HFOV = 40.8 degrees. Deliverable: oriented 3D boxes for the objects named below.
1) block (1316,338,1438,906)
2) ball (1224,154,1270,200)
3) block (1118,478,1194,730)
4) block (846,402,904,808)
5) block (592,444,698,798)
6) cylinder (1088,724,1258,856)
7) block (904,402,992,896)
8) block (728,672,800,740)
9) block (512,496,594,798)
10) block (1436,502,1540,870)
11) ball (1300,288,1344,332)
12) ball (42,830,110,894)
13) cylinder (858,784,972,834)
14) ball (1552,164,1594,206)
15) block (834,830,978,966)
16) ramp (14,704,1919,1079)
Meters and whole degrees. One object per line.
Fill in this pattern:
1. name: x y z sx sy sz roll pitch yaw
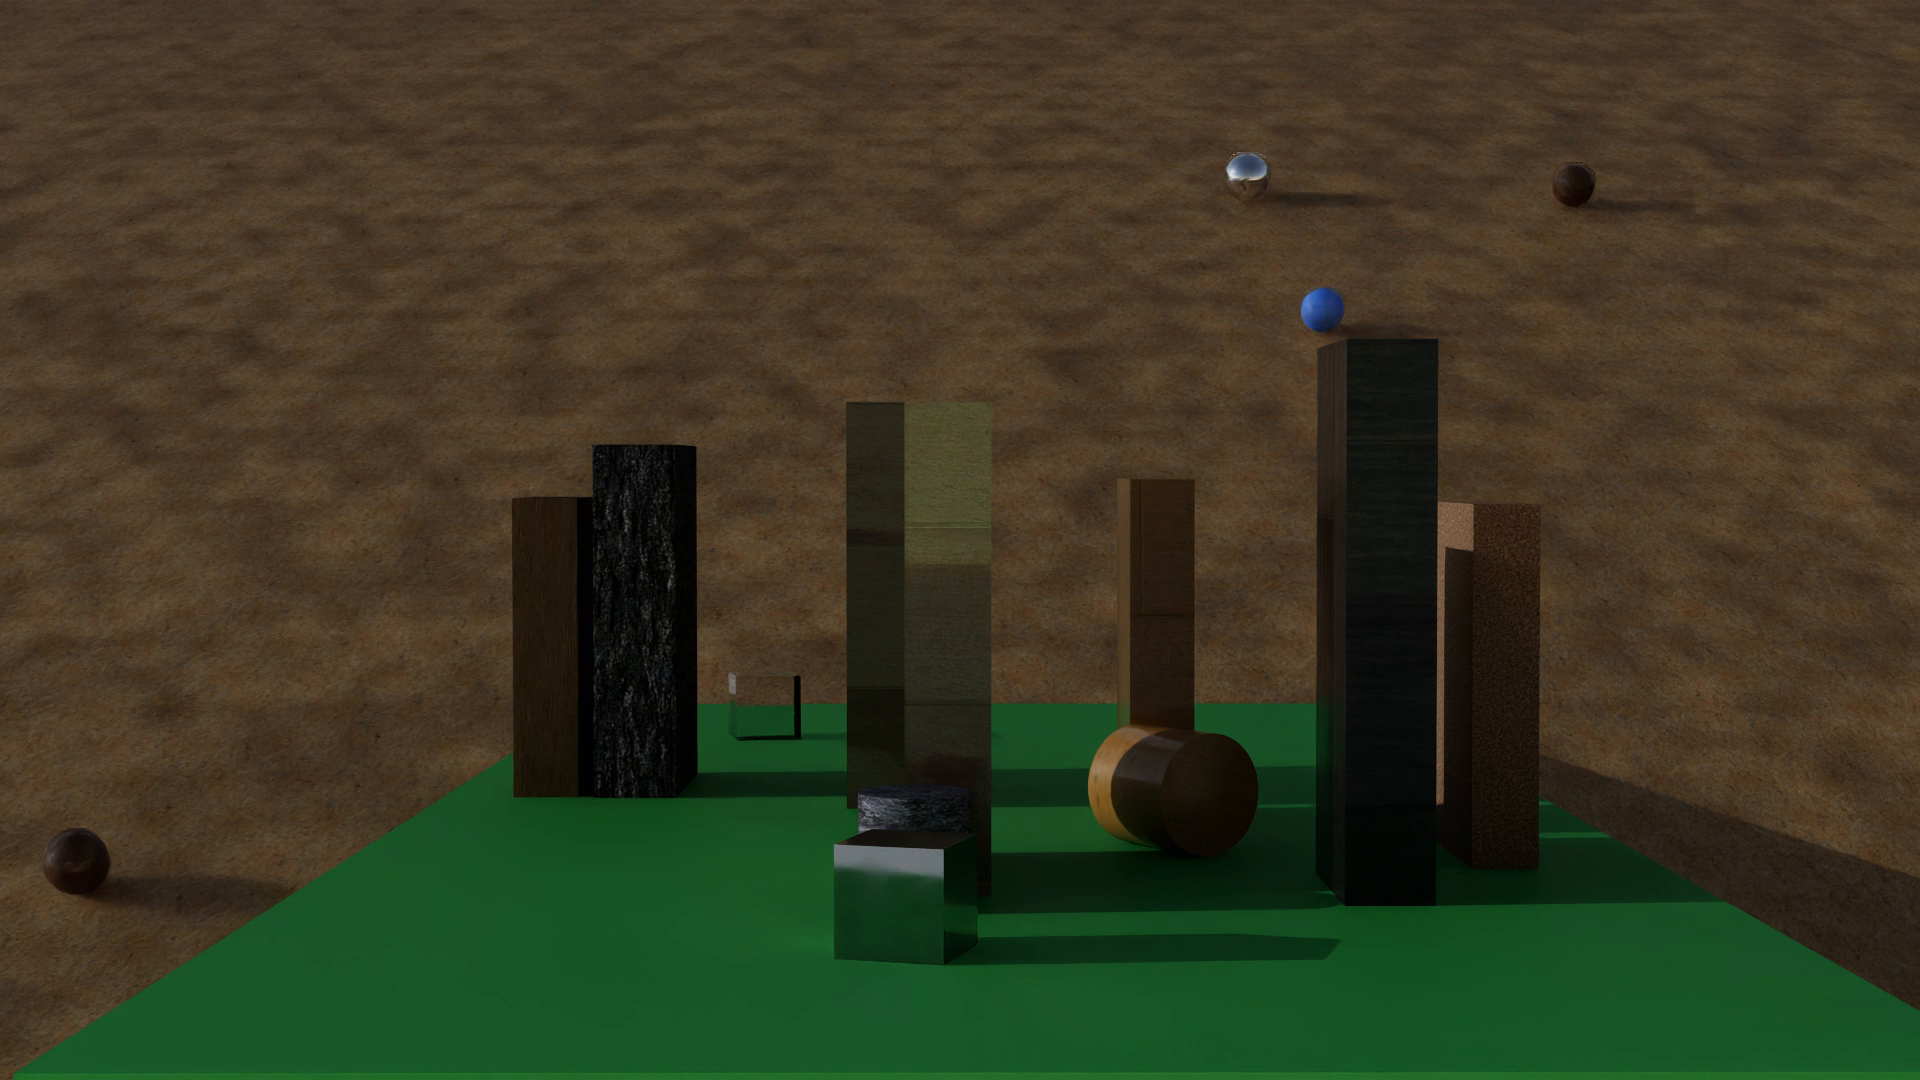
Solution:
1. block: 0.589 0.110 3.663 0.125 0.775 0.285 0 2 0
2. ball: 1.177 -1.489 10.572 0.190 0.190 0.190 0 25 0
3. block: 0.328 0.188 4.349 0.105 0.581 0.335 0 2 0
4. block: -0.149 0.109 4.748 0.102 0.716 0.429 0 2 0
5. block: -0.591 0.143 4.870 0.150 0.642 0.384 0 2 0
6. cylinder: 0.334 0.391 4.056 0.191 0.191 0.191 -17 10 -31
7. block: -0.017 0.148 3.804 0.121 0.691 0.393 0 2 0
8. block: -0.436 0.369 5.753 0.140 0.140 0.140 0 2 -13
9. block: -0.755 0.193 4.822 0.118 0.545 0.261 0 2 0
10. block: 0.815 0.215 3.999 0.100 0.545 0.306 0 2 0
11. ball: 1.293 -0.820 9.201 0.155 0.155 0.155 0 25 0
12. ball: -2.027 0.740 5.917 0.147 0.147 0.147 0 25 0
13. cylinder: -0.062 0.423 3.537 0.156 0.156 0.156 0 2 0
14. ball: 2.497 -1.445 10.504 0.169 0.169 0.169 0 25 0
15. block: -0.066 0.441 3.196 0.141 0.141 0.141 0 2 17
16. ramp: 0.058 0.522 4.561 2.000 0.100 4.000 0 2 0
